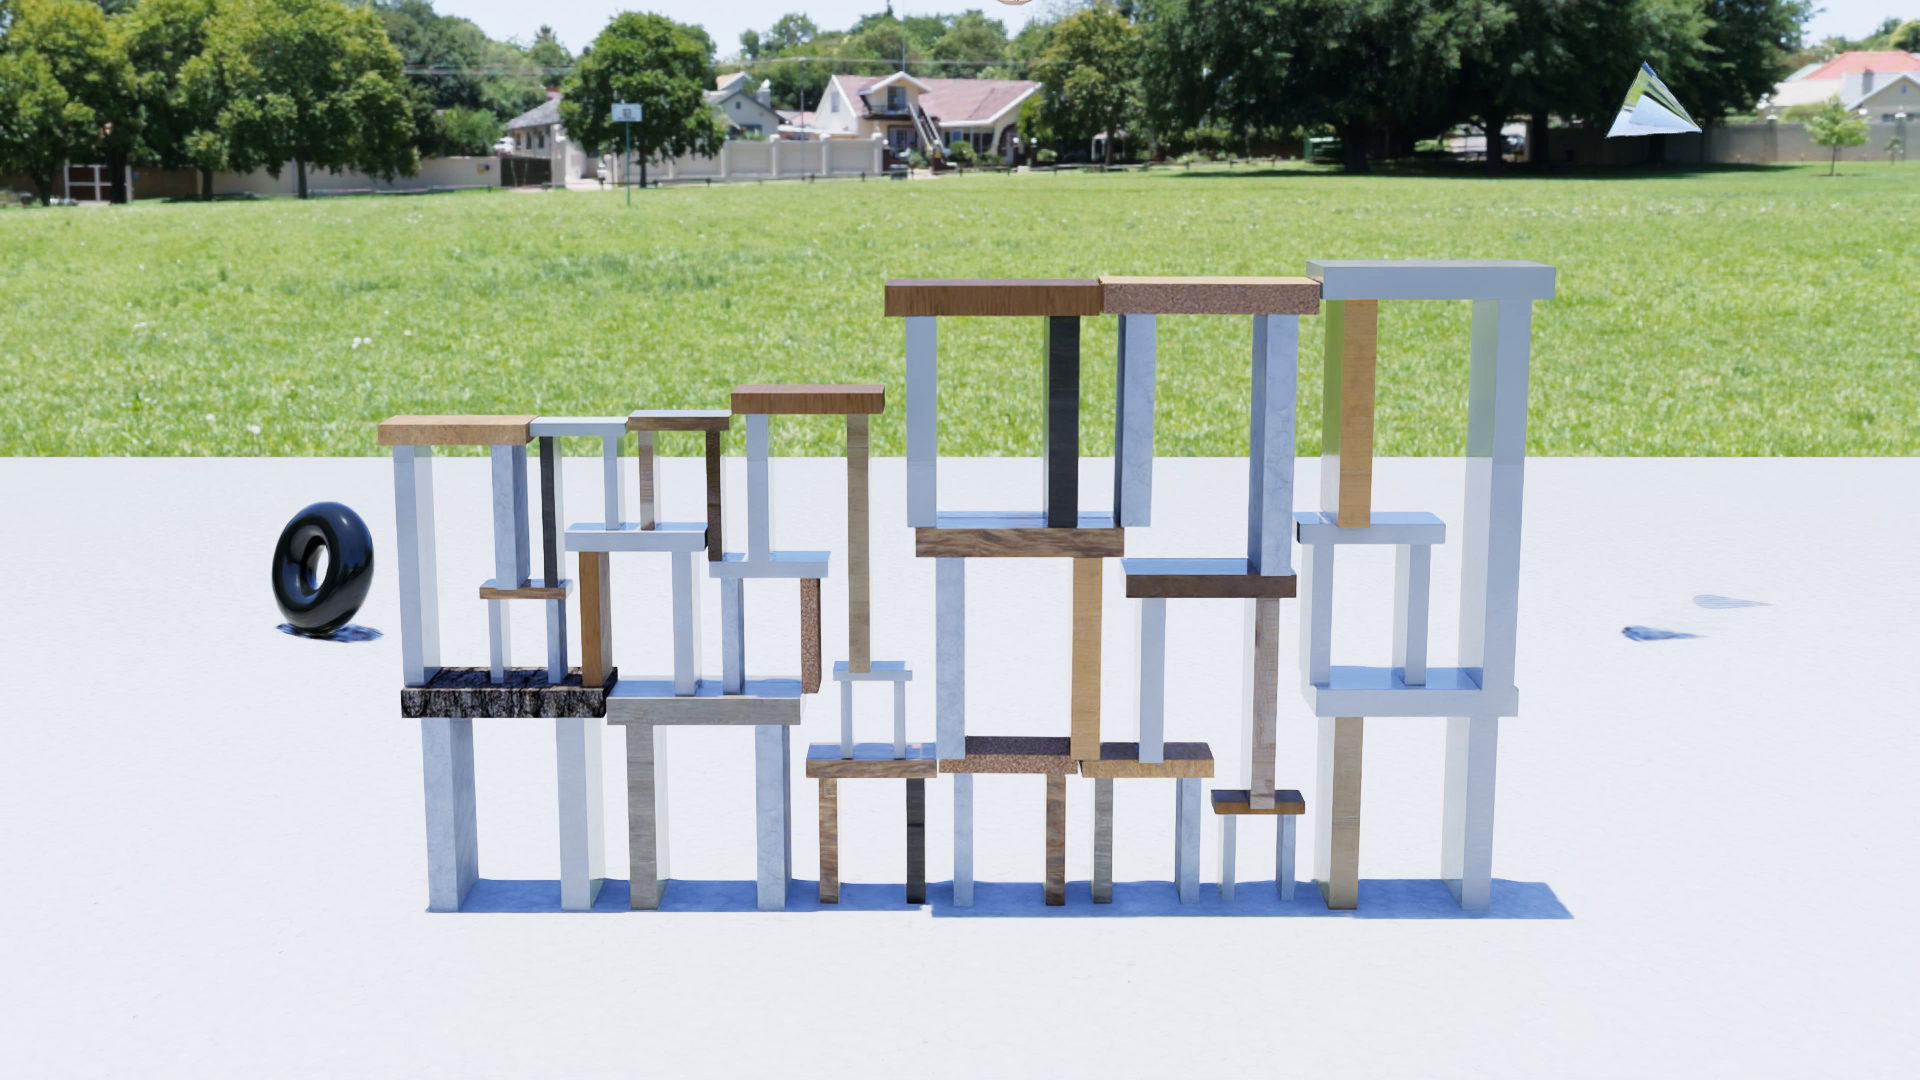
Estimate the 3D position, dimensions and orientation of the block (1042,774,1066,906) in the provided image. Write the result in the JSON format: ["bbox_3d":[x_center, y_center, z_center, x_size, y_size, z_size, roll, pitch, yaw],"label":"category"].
[{"bbox_3d":[0.156,0.479,3.646,0.032,0.226,0.113,0,10,0],"label":"block"}]

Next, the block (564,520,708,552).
[{"bbox_3d":[-0.518,-0.007,3.554,0.222,0.031,0.111,0,11,0],"label":"block"}]

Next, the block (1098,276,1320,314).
[{"bbox_3d":[0.391,-0.389,3.494,0.336,0.048,0.168,0,11,0],"label":"block"}]

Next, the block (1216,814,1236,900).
[{"bbox_3d":[0.444,0.517,3.659,0.021,0.148,0.074,0,11,0],"label":"block"}]

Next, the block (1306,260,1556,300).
[{"bbox_3d":[0.741,-0.413,3.486,0.358,0.051,0.179,0,11,0],"label":"block"}]

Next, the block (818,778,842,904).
[{"bbox_3d":[-0.215,0.484,3.654,0.030,0.214,0.107,0,11,0],"label":"block"}]

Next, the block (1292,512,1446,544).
[{"bbox_3d":[0.658,-0.020,3.561,0.232,0.033,0.116,0,11,0],"label":"block"}]

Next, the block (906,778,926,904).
[{"bbox_3d":[-0.073,0.484,3.654,0.030,0.214,0.107,0,11,0],"label":"block"}]

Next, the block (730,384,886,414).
[{"bbox_3d":[-0.241,-0.226,3.522,0.239,0.034,0.119,0,11,0],"label":"block"}]

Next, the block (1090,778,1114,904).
[{"bbox_3d":[0.235,0.484,3.653,0.030,0.215,0.108,0,11,0],"label":"block"}]

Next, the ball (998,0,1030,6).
[{"bbox_3d":[0.157,-1.636,6.370,0.175,0.175,0.175,0,11,0],"label":"ball"}]

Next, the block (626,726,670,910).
[{"bbox_3d":[-0.516,0.437,3.641,0.044,0.311,0.156,0,11,0],"label":"block"}]

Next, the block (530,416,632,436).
[{"bbox_3d":[-0.606,-0.182,3.523,0.151,0.021,0.076,0,11,0],"label":"block"}]

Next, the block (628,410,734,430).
[{"bbox_3d":[-0.446,-0.192,3.522,0.160,0.023,0.080,0,11,0],"label":"block"}]

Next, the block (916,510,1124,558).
[{"bbox_3d":[0.094,-0.010,3.550,0.330,0.047,0.165,0,10,0],"label":"block"}]

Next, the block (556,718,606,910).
[{"bbox_3d":[-0.627,0.431,3.639,0.046,0.324,0.162,0,11,0],"label":"block"}]

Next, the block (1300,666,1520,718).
[{"bbox_3d":[0.734,0.247,3.609,0.325,0.046,0.162,0,11,0],"label":"block"}]

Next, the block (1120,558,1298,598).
[{"bbox_3d":[0.401,0.061,3.571,0.273,0.039,0.136,0,11,0],"label":"block"}]

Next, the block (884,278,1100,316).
[{"bbox_3d":[0.049,-0.385,3.489,0.333,0.047,0.166,0,10,-1],"label":"block"}]

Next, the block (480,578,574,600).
[{"bbox_3d":[-0.704,0.080,3.574,0.140,0.020,0.070,0,11,0],"label":"block"}]

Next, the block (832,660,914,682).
[{"bbox_3d":[-0.141,0.214,3.596,0.130,0.018,0.065,0,11,0],"label":"block"}]

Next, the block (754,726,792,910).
[{"bbox_3d":[-0.308,0.437,3.641,0.044,0.311,0.156,0,11,0],"label":"block"}]

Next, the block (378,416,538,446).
[{"bbox_3d":[-0.803,-0.177,3.532,0.233,0.033,0.117,0,11,0],"label":"block"}]

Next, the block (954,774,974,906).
[{"bbox_3d":[0.005,0.479,3.646,0.032,0.226,0.113,0,11,0],"label":"block"}]

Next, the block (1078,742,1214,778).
[{"bbox_3d":[0.306,0.363,3.630,0.215,0.030,0.108,0,11,0],"label":"block"}]

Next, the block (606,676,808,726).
[{"bbox_3d":[-0.412,0.262,3.608,0.311,0.044,0.156,0,11,0],"label":"block"}]

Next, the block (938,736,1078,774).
[{"bbox_3d":[0.080,0.353,3.618,0.226,0.032,0.113,0,10,2],"label":"block"}]

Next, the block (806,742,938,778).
[{"bbox_3d":[-0.144,0.364,3.632,0.214,0.030,0.107,0,11,0],"label":"block"}]

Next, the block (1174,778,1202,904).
[{"bbox_3d":[0.378,0.484,3.653,0.030,0.215,0.108,0,11,0],"label":"block"}]

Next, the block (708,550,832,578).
[{"bbox_3d":[-0.307,0.039,3.569,0.191,0.027,0.095,0,11,0],"label":"block"}]

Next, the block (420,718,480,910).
[{"bbox_3d":[-0.843,0.431,3.639,0.046,0.324,0.162,0,11,0],"label":"block"}]

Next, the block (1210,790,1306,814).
[{"bbox_3d":[0.493,0.434,3.644,0.148,0.021,0.074,0,11,0],"label":"block"}]

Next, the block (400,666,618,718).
[{"bbox_3d":[-0.735,0.249,3.605,0.324,0.046,0.162,0,11,0],"label":"block"}]
